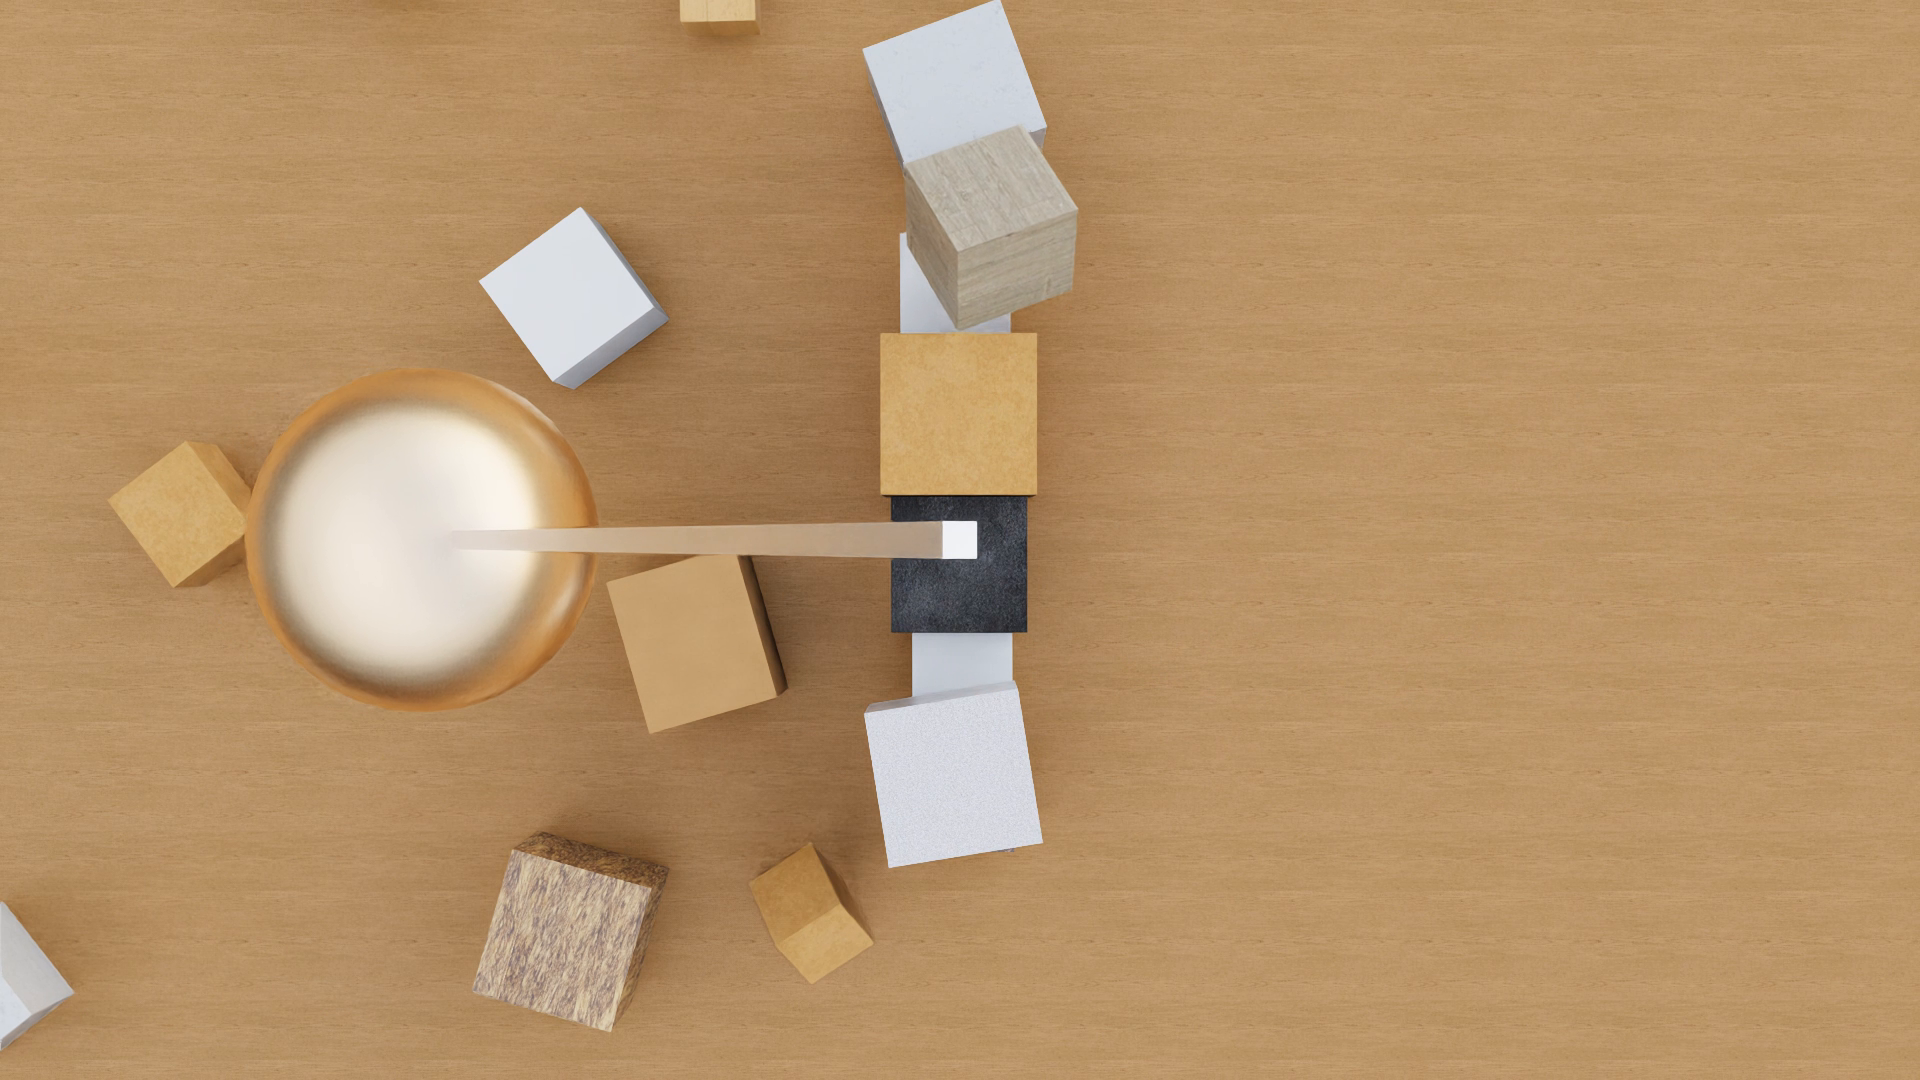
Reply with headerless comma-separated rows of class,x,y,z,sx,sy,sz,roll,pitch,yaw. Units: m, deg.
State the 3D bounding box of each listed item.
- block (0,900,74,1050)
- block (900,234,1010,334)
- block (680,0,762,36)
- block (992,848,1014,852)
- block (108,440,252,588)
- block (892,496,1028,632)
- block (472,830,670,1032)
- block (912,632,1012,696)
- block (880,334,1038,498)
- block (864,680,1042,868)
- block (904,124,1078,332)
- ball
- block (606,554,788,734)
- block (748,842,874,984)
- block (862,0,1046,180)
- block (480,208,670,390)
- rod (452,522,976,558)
block,-5.701,2.605,12.699,0.650,0.601,0.692,-38,90,0
block,-0.026,-1.443,12.737,0.624,0.527,0.599,0,90,0
block,-1.397,-3.193,12.817,0.431,0.365,0.423,-1,90,0
block,-0.005,1.427,12.659,0.621,0.683,0.642,0,90,0
block,-4.432,-0.146,12.742,0.559,0.516,0.624,-37,90,0
block,-0.004,0.138,12.652,0.762,0.697,0.760,0,90,0
block,-2.215,2.227,12.611,0.805,0.777,0.830,16,90,0
block,0.013,0.812,12.736,0.567,0.528,0.568,0,90,0
block,-0.007,-0.692,12.536,0.860,0.928,0.886,0,90,0
block,-0.035,1.259,11.969,0.823,0.696,0.826,-9,90,0
block,0.164,-1.710,12.049,0.703,0.673,0.681,-21,59,-13
ball,-2.474,0.000,10.184,1.600,1.600,1.600,0,90,0
block,-1.488,0.554,12.599,0.737,0.802,0.873,-16,90,0
block,-0.857,2.147,12.660,0.433,0.516,0.442,-33,132,0
block,-0.029,-2.492,12.560,0.806,0.879,0.755,-20,90,0
block,-2.203,-1.377,12.656,0.705,0.688,0.696,-36,90,0
rod,-1.072,0.000,7.086,0.080,5.200,0.080,0,90,-24
